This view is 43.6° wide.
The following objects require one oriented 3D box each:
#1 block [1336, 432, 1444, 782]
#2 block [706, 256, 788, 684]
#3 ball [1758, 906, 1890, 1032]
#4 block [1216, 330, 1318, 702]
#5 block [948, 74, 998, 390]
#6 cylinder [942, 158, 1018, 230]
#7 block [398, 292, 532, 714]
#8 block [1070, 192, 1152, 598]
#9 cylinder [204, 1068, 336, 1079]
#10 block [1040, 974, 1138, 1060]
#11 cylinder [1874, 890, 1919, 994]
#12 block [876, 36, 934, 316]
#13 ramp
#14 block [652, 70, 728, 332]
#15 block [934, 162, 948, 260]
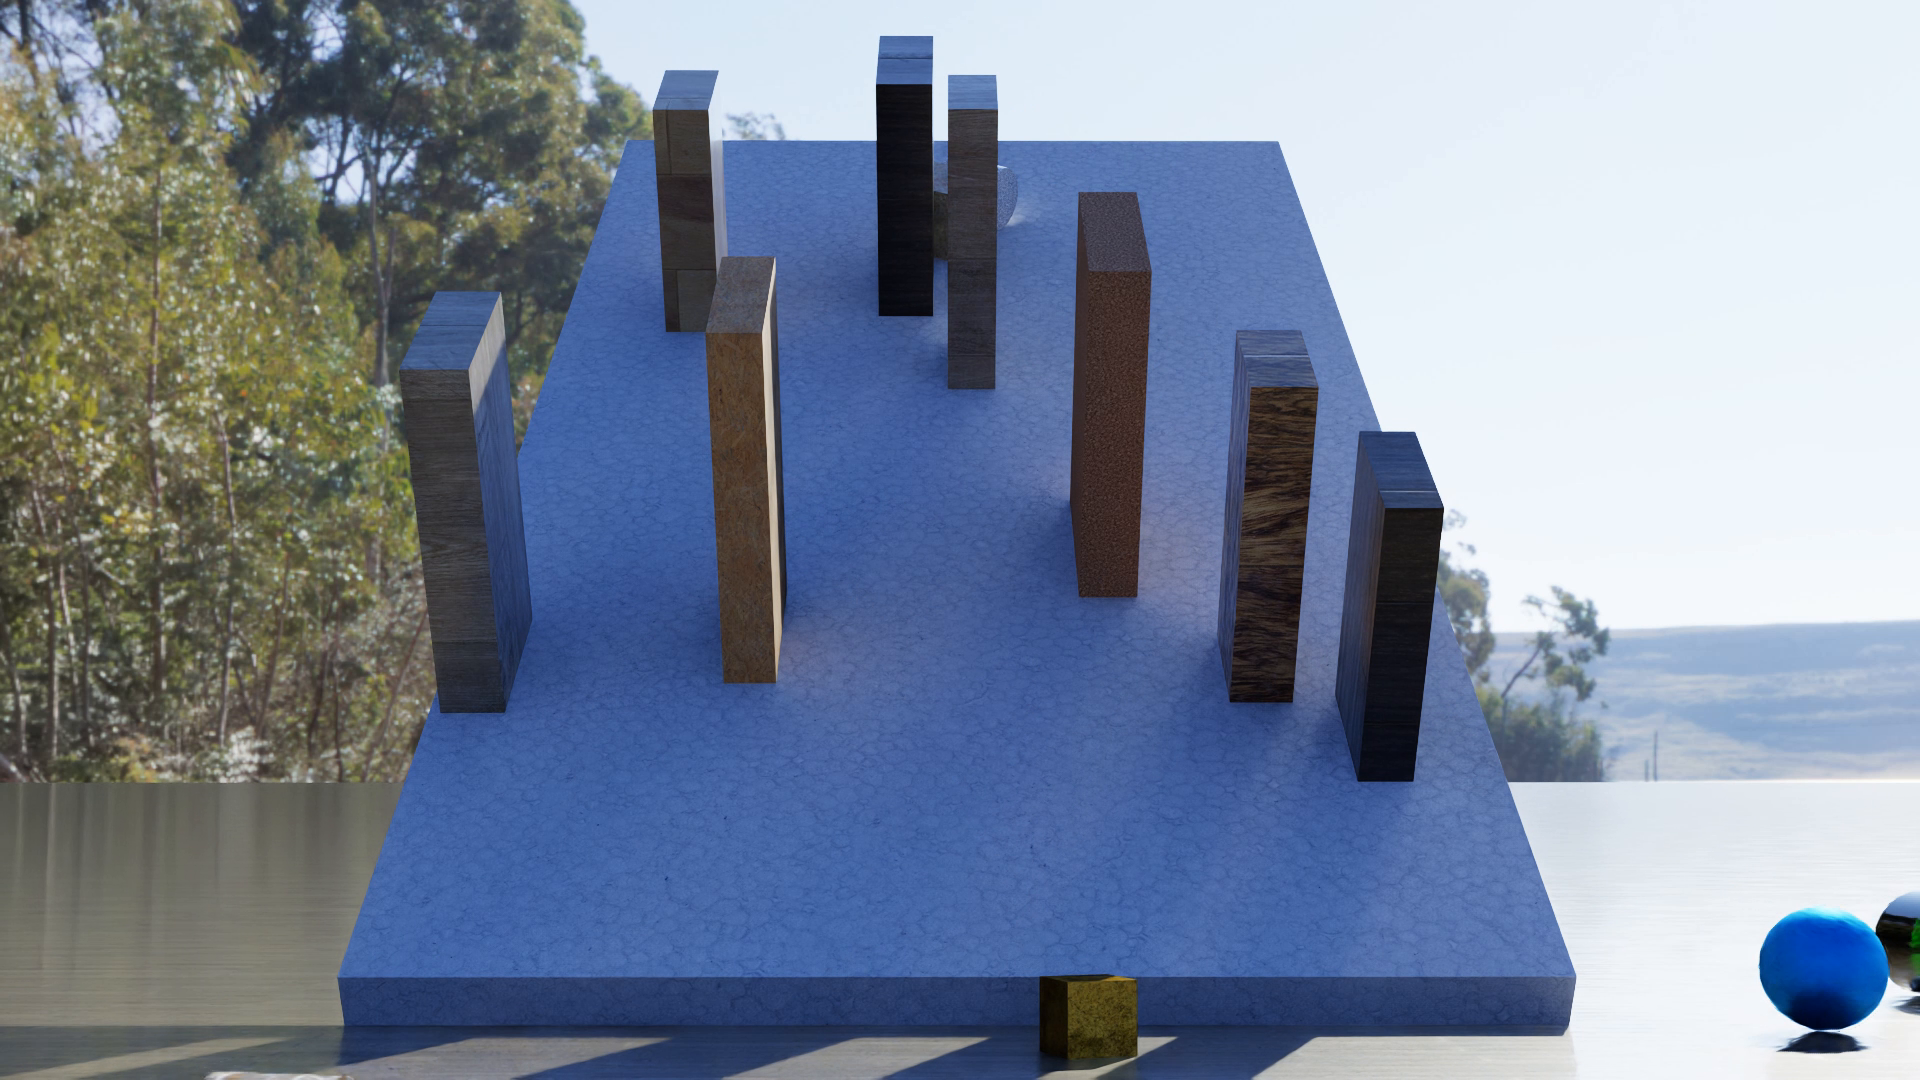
[{"bbox_3d":[0.773,0.121,4.349,0.101,0.564,0.295,0,29,0],"label":"block"},{"bbox_3d":[-0.406,-0.133,4.621,0.102,0.739,0.360,0,29,0],"label":"block"},{"bbox_3d":[1.383,0.686,3.843,0.197,0.197,0.197,0,-6,0],"label":"ball"},{"bbox_3d":[0.576,-0.041,4.536,0.120,0.666,0.248,0,29,0],"label":"block"},{"bbox_3d":[0.028,-0.734,5.749,0.115,0.705,0.251,0,29,0],"label":"block"},{"bbox_3d":[0.042,-0.973,6.729,0.176,0.176,0.176,17,3,28],"label":"cylinder"},{"bbox_3d":[-0.924,-0.070,4.527,0.122,0.715,0.349,0,29,0],"label":"block"},{"bbox_3d":[0.305,-0.301,4.948,0.119,0.721,0.427,0,29,0],"label":"block"},{"bbox_3d":[-0.631,0.559,2.216,0.130,0.130,0.130,2,-5,16],"label":"cylinder"},{"bbox_3d":[0.188,0.698,3.522,0.109,0.109,0.109,2,-6,-20],"label":"block"},{"bbox_3d":[1.801,0.740,4.370,0.193,0.193,0.193,0,-4,-4],"label":"cylinder"},{"bbox_3d":[-0.139,-0.945,6.218,0.140,0.619,0.399,0,29,0],"label":"block"},{"bbox_3d":[-0.012,-0.218,5.645,2.000,0.100,4.000,0,29,0],"label":"ramp"},{"bbox_3d":[-0.680,-0.861,6.095,0.136,0.587,0.308,0,29,0],"label":"block"},{"bbox_3d":[-0.052,-0.904,6.586,0.192,0.192,0.192,17,33,28],"label":"block"}]
